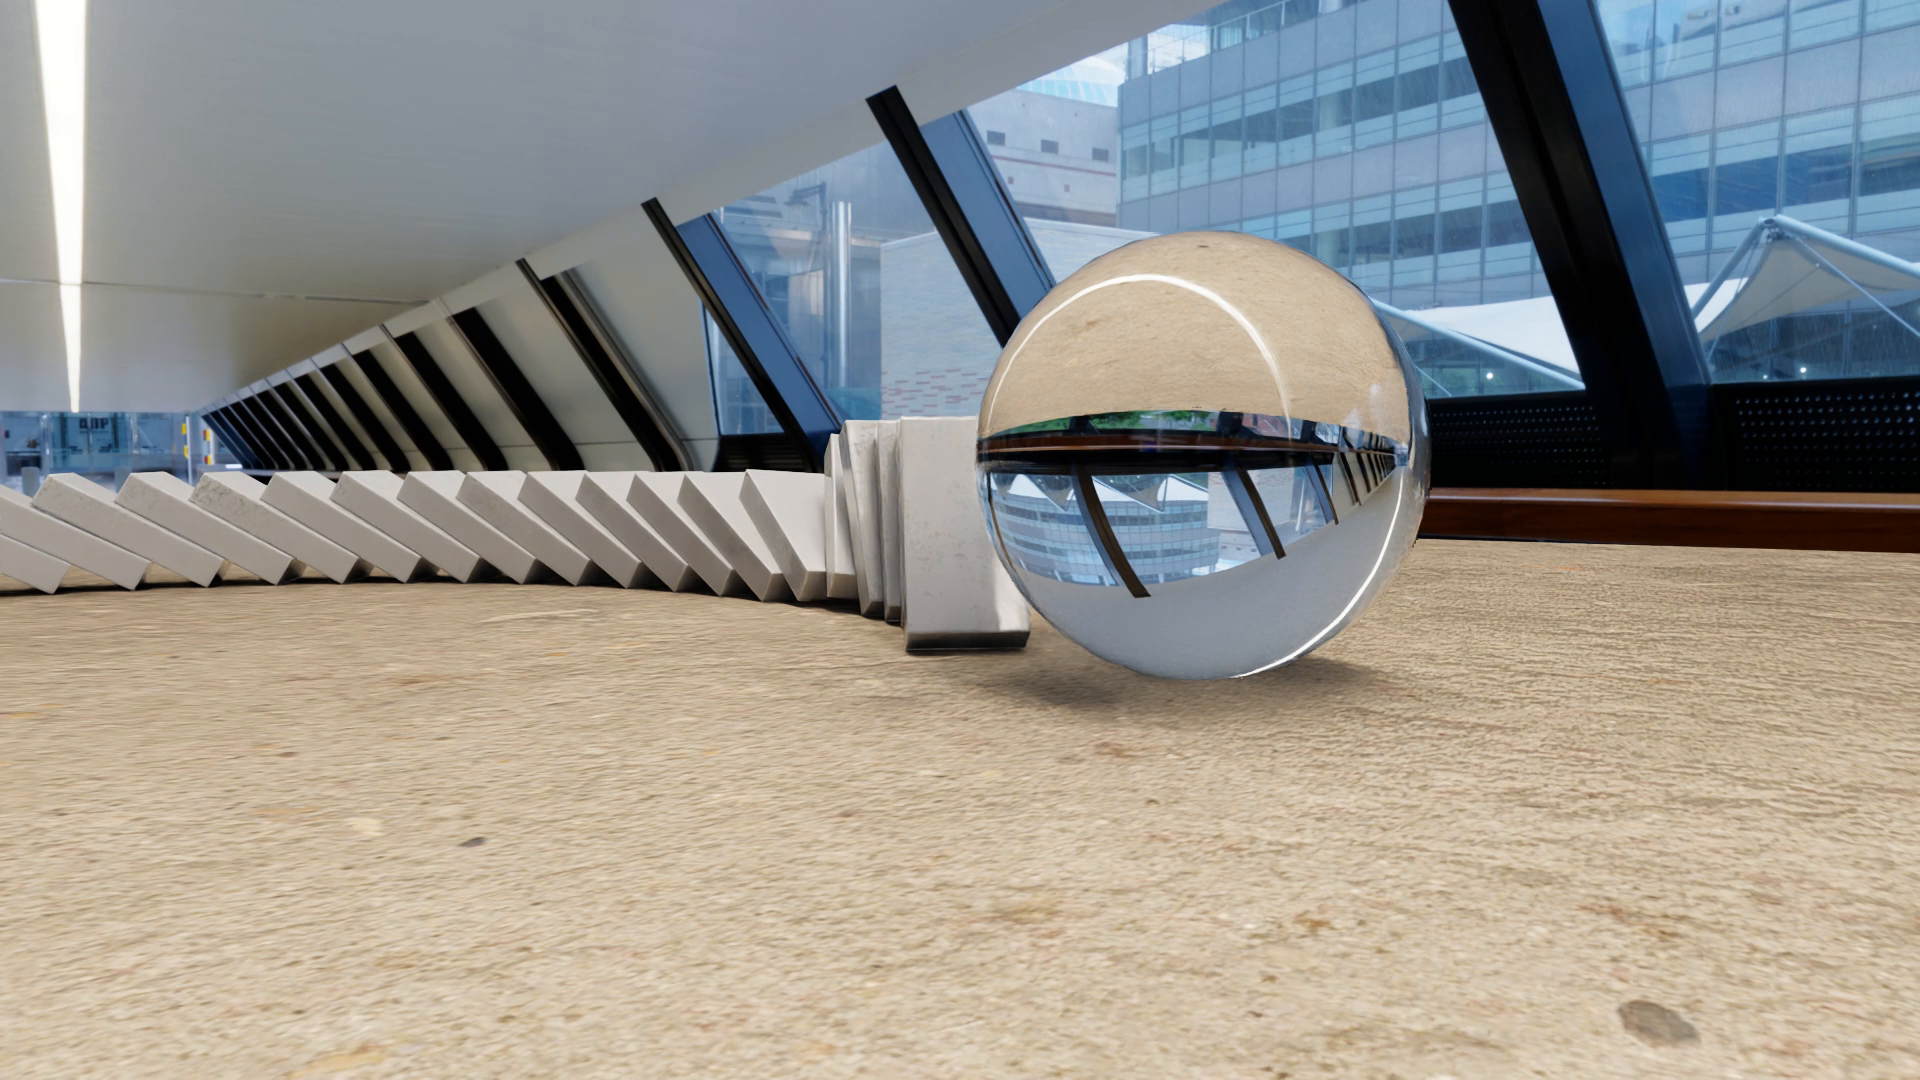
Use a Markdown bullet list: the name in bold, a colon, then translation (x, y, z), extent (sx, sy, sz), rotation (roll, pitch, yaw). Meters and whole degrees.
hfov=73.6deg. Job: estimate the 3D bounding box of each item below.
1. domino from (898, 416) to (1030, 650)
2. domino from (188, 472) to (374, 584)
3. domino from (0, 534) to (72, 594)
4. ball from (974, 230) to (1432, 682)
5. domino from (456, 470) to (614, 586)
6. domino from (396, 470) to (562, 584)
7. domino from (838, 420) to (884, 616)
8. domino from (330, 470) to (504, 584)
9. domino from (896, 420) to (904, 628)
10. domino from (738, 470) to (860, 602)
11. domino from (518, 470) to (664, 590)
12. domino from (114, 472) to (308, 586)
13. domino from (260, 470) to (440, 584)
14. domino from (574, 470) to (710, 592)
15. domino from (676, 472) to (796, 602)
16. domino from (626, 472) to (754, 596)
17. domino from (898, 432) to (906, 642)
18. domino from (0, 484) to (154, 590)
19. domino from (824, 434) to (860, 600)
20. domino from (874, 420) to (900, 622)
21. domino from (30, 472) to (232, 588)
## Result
- **domino**: translation (0.000, -0.002, 0.273), extent (0.025, 0.050, 0.009), rotation (0, -24, -6)
- **domino**: translation (-0.208, -0.004, 0.398), extent (0.050, 0.009, 0.025), rotation (31, 0, -8)
- **domino**: translation (-0.278, -0.001, 0.359), extent (0.050, 0.009, 0.025), rotation (33, -14, -31)
- **ball**: translation (0.042, -0.015, 0.231), extent (0.080, 0.080, 0.080), rotation (0, 4, 0)
- **domino**: translation (-0.129, -0.004, 0.399), extent (0.050, 0.010, 0.025), rotation (33, 14, 14)
- **domino**: translation (-0.148, -0.005, 0.403), extent (0.050, 0.009, 0.025), rotation (32, 11, 10)
- **domino**: translation (-0.015, -0.006, 0.327), extent (0.025, 0.050, 0.010), rotation (-1, -24, -19)
- **domino**: translation (-0.168, -0.005, 0.403), extent (0.050, 0.009, 0.025), rotation (32, 7, 3)
- **domino**: translation (-0.002, -0.005, 0.305), extent (0.025, 0.050, 0.010), rotation (0, -24, -6)
- **domino**: translation (-0.041, -0.002, 0.356), extent (0.025, 0.010, 0.050), rotation (2, 33, -33)
- **domino**: translation (-0.109, -0.004, 0.395), extent (0.050, 0.009, 0.025), rotation (35, 18, 20)
- **domino**: translation (-0.227, -0.004, 0.392), extent (0.050, 0.010, 0.025), rotation (31, -2, -12)
- **domino**: translation (-0.188, -0.004, 0.402), extent (0.050, 0.009, 0.025), rotation (31, 3, -3)
- **domino**: translation (-0.090, -0.003, 0.387), extent (0.050, 0.009, 0.025), rotation (38, 23, 26)
- **domino**: translation (-0.057, -0.002, 0.366), extent (0.025, 0.010, 0.050), rotation (-4, 37, -43)
- **domino**: translation (-0.073, -0.003, 0.377), extent (0.050, 0.010, 0.025), rotation (40, 27, 31)
- **domino**: translation (0.000, -0.003, 0.284), extent (0.025, 0.050, 0.010), rotation (0, -24, -6)
- **domino**: translation (-0.262, -0.002, 0.373), extent (0.050, 0.010, 0.025), rotation (31, -10, -25)
- **domino**: translation (-0.023, -0.006, 0.343), extent (0.025, 0.050, 0.009), rotation (8, -43, -16)
- **domino**: translation (-0.007, -0.005, 0.316), extent (0.025, 0.050, 0.009), rotation (-1, -24, -9)
- **domino**: translation (-0.245, -0.003, 0.383), extent (0.050, 0.010, 0.025), rotation (31, -7, -20)
